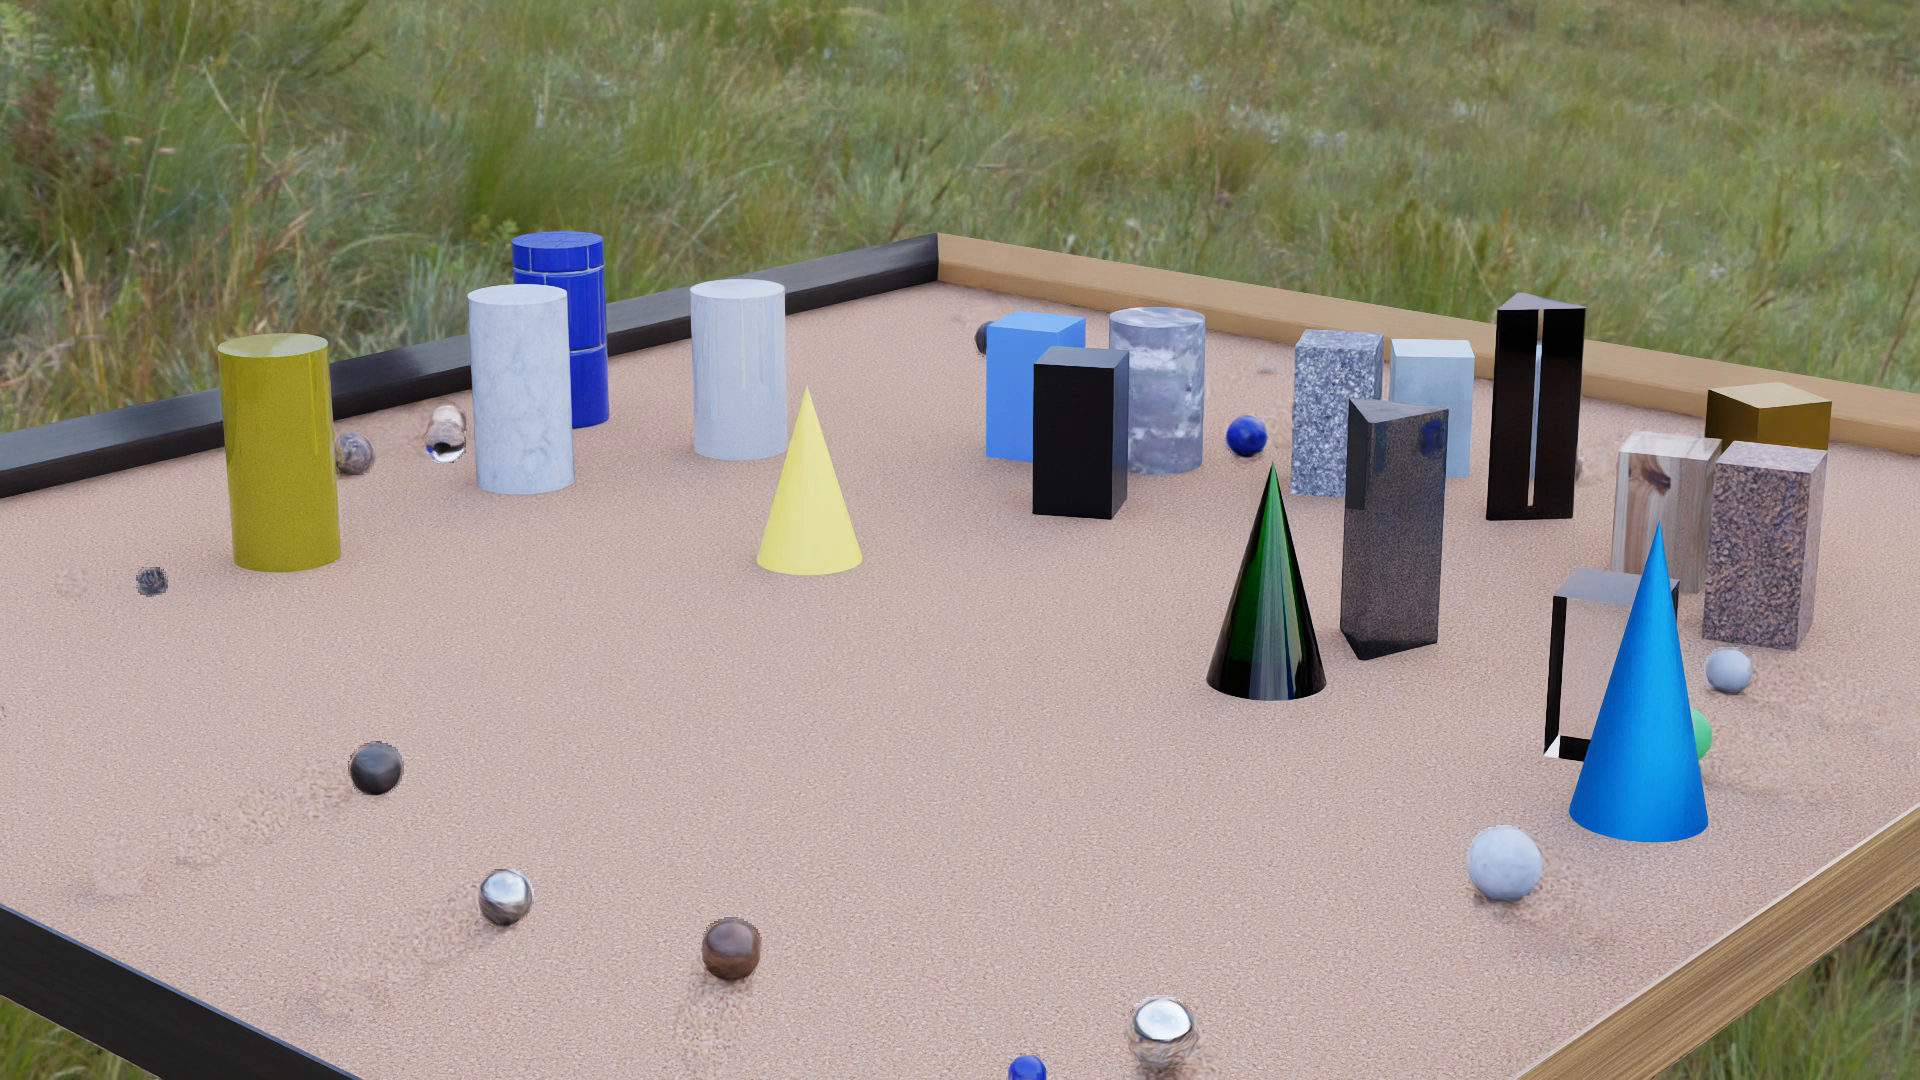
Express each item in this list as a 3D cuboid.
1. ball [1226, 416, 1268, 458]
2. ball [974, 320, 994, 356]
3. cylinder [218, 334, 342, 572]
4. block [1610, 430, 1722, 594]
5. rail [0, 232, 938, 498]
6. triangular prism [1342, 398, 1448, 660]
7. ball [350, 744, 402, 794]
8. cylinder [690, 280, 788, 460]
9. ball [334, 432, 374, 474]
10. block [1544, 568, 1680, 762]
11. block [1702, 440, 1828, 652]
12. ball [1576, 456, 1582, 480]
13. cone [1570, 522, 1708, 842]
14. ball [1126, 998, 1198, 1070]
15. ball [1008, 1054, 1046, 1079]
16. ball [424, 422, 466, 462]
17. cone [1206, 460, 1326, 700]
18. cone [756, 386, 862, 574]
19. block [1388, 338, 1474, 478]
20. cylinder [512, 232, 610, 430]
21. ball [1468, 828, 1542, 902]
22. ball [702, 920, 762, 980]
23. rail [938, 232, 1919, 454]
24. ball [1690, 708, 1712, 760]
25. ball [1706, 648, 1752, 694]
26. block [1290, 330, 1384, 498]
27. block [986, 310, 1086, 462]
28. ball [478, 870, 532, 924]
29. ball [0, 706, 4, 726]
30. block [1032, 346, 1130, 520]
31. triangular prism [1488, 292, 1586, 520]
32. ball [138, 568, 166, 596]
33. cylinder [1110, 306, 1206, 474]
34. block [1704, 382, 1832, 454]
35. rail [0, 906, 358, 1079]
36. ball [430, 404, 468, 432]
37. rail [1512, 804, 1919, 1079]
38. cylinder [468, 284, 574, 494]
[{"bbox_3d":[0.587,-0.212,6.001,0.084,0.084,0.084,0,17,0],"label":"ball"},{"bbox_3d":[0.077,-0.470,6.854,0.085,0.085,0.085,0,17,0],"label":"ball"},{"bbox_3d":[-1.226,-0.159,5.289,0.193,0.394,0.193,0,17,0],"label":"cylinder"},{"bbox_3d":[1.250,-0.051,5.193,0.154,0.242,0.154,7,18,22],"label":"block"},{"bbox_3d":[-1.346,-0.306,6.239,0.045,0.125,3.979,14,22,39],"label":"rail"},{"bbox_3d":[0.685,-0.026,4.837,0.167,0.401,0.145,-11,20,-32],"label":"triangular prism"},{"bbox_3d":[-0.841,0.330,4.223,0.073,0.073,0.073,0,17,0],"label":"ball"},{"bbox_3d":[-0.454,-0.352,6.028,0.193,0.336,0.193,0,17,0],"label":"cylinder"},{"bbox_3d":[-1.215,-0.173,5.870,0.086,0.086,0.086,0,17,0],"label":"ball"},{"bbox_3d":[0.973,0.191,4.378,0.154,0.251,0.154,7,18,23],"label":"block"},{"bbox_3d":[1.342,0.008,4.889,0.154,0.305,0.154,8,18,24],"label":"block"},{"bbox_3d":[1.196,-0.142,5.796,0.068,0.068,0.068,0,17,0],"label":"ball"},{"bbox_3d":[0.960,0.181,4.087,0.193,0.438,0.193,0,17,0],"label":"cone"},{"bbox_3d":[0.235,0.573,3.404,0.082,0.082,0.082,0,17,0],"label":"ball"},{"bbox_3d":[0.077,0.610,3.348,0.044,0.044,0.044,0,17,0],"label":"ball"},{"bbox_3d":[-1.048,-0.199,5.960,0.084,0.084,0.084,0,17,0],"label":"ball"},{"bbox_3d":[0.491,0.049,4.647,0.193,0.367,0.193,0,17,0],"label":"cone"},{"bbox_3d":[-0.273,-0.121,5.283,0.193,0.326,0.193,0,17,0],"label":"cone"},{"bbox_3d":[0.946,-0.267,5.904,0.154,0.245,0.154,1,17,4],"label":"block"},{"bbox_3d":[-0.850,-0.448,6.252,0.193,0.391,0.193,0,17,0],"label":"cylinder"},{"bbox_3d":[0.718,0.427,3.861,0.096,0.096,0.096,0,17,0],"label":"ball"},{"bbox_3d":[-0.283,0.508,3.632,0.075,0.075,0.075,0,17,0],"label":"ball"},{"bbox_3d":[1.289,-0.398,6.541,3.613,0.125,0.045,14,22,39],"label":"rail"},{"bbox_3d":[1.059,0.286,4.300,0.087,0.087,0.087,0,17,0],"label":"ball"},{"bbox_3d":[1.216,0.207,4.635,0.071,0.071,0.071,0,17,0],"label":"ball"},{"bbox_3d":[0.740,-0.248,5.753,0.154,0.297,0.154,4,17,13],"label":"block"},{"bbox_3d":[0.155,-0.313,6.006,0.154,0.275,0.154,7,18,23],"label":"block"},{"bbox_3d":[-0.589,0.462,3.792,0.070,0.070,0.070,0,17,0],"label":"ball"},{"bbox_3d":[-1.485,0.267,4.440,0.070,0.070,0.070,0,17,0],"label":"ball"},{"bbox_3d":[0.232,-0.207,5.618,0.154,0.296,0.154,4,17,14],"label":"block"},{"bbox_3d":[1.077,-0.256,5.586,0.167,0.409,0.145,-2,17,-6],"label":"triangular prism"},{"bbox_3d":[-1.410,0.074,5.118,0.048,0.048,0.048,0,17,0],"label":"ball"},{"bbox_3d":[0.397,-0.303,5.928,0.193,0.301,0.193,0,17,0],"label":"cylinder"},{"bbox_3d":[1.455,-0.117,5.313,0.154,0.300,0.154,-6,18,-20],"label":"block"},{"bbox_3d":[-1.289,0.460,3.699,3.613,0.125,0.045,14,22,39],"label":"rail"},{"bbox_3d":[-1.067,-0.243,6.114,0.078,0.078,0.078,0,17,0],"label":"ball"},{"bbox_3d":[1.346,0.369,4.001,0.045,0.125,3.979,14,22,39],"label":"rail"},{"bbox_3d":[-0.864,-0.299,5.779,0.193,0.378,0.193,0,17,0],"label":"cylinder"}]
